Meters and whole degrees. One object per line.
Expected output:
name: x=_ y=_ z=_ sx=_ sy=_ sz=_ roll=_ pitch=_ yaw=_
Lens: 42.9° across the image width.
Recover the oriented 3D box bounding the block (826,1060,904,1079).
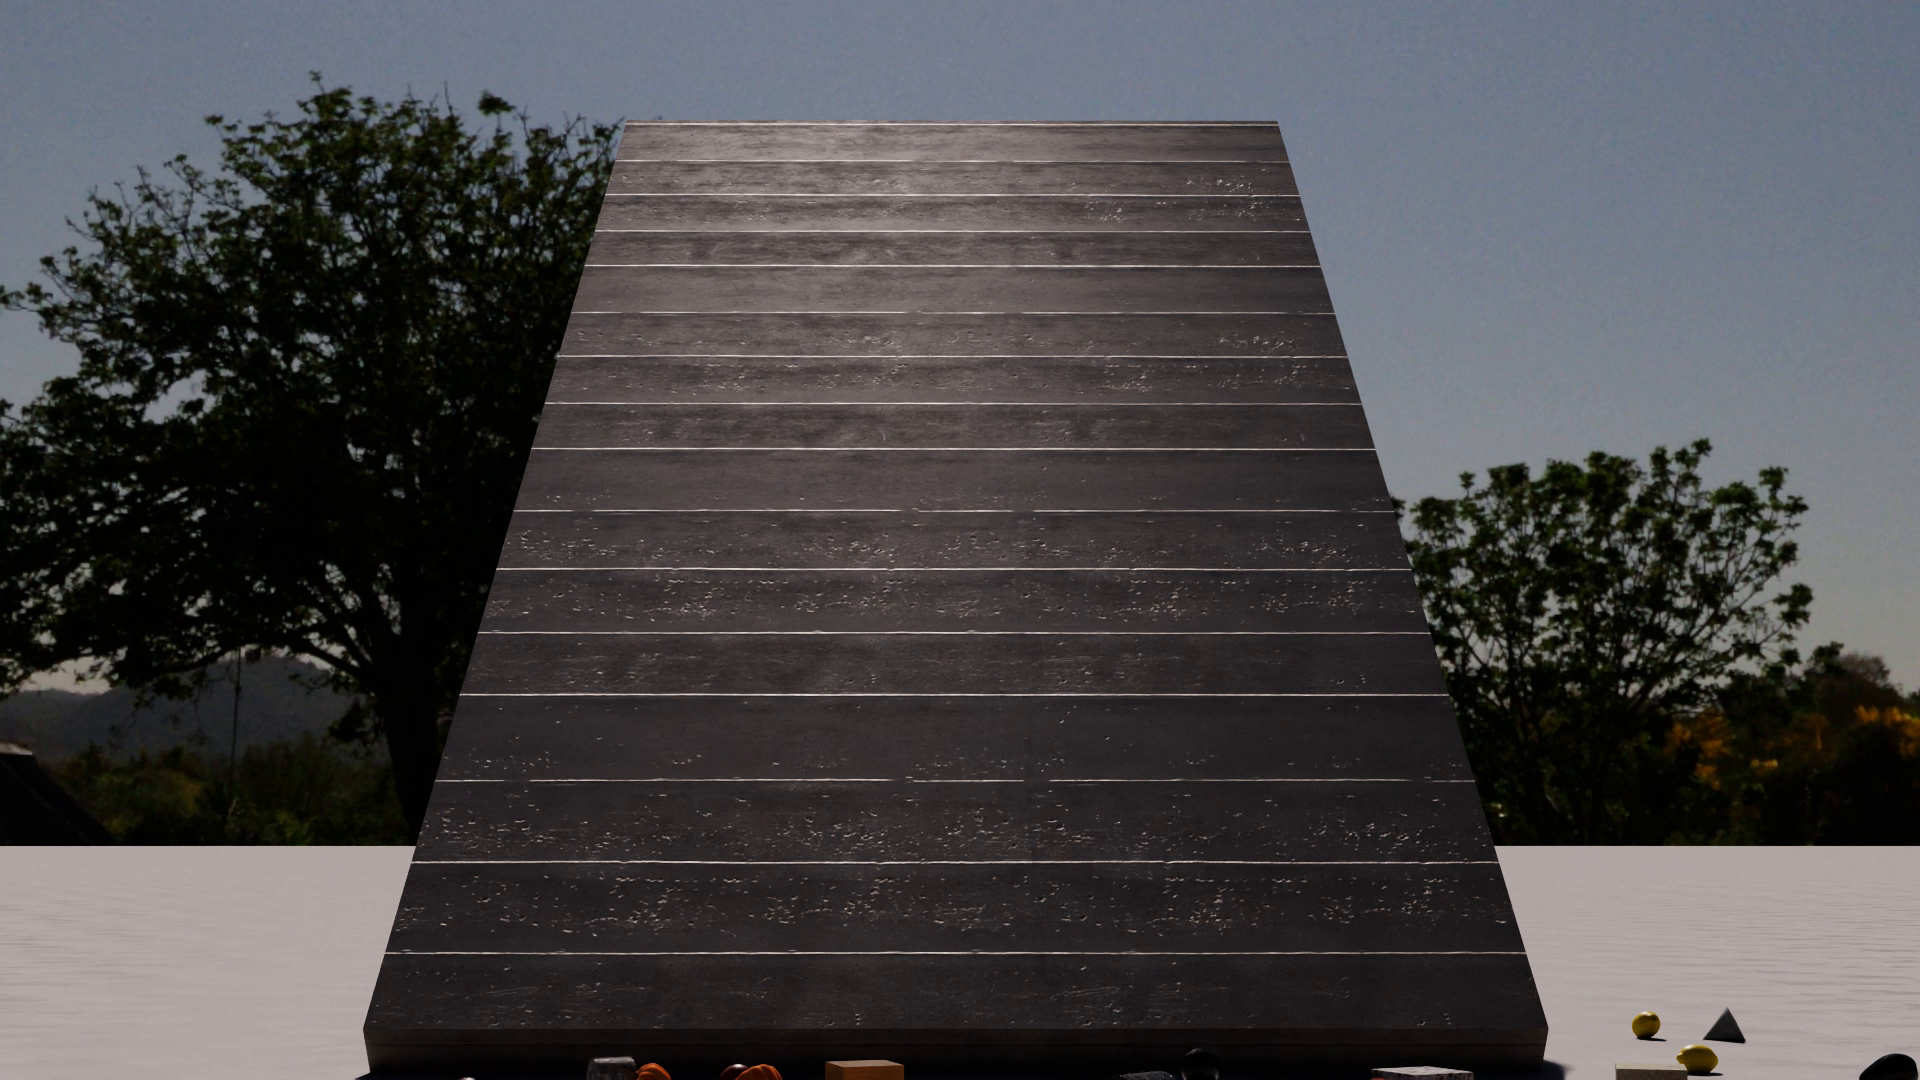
block: x=-0.132 y=0.767 z=3.374 sx=0.087 sy=0.087 sz=0.087 roll=2 pitch=-7 yaw=-19

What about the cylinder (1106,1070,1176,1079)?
cylinder: x=0.235 y=0.744 z=3.200 sx=0.090 sy=0.090 sz=0.090 roll=-6 pitch=-9 yaw=42

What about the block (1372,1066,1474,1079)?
block: x=0.605 y=0.741 z=3.193 sx=0.094 sy=0.094 sz=0.094 roll=3 pitch=-8 yaw=-26

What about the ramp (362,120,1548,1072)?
ramp: x=-0.015 y=-0.191 z=5.846 sx=2.000 sy=0.100 sz=4.000 roll=0 pitch=32 yaw=0

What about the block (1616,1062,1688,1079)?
block: x=0.931 y=0.755 z=3.291 sx=0.091 sy=0.091 sz=0.091 roll=-2 pitch=-7 yaw=13

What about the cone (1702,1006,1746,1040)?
cone: x=1.505 y=0.974 z=4.845 sx=0.074 sy=0.074 sz=0.074 roll=-30 pitch=-15 yaw=14

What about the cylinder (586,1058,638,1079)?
cylinder: x=-0.534 y=0.826 z=3.749 sx=0.061 sy=0.061 sz=0.061 roll=4 pitch=-8 yaw=-27
